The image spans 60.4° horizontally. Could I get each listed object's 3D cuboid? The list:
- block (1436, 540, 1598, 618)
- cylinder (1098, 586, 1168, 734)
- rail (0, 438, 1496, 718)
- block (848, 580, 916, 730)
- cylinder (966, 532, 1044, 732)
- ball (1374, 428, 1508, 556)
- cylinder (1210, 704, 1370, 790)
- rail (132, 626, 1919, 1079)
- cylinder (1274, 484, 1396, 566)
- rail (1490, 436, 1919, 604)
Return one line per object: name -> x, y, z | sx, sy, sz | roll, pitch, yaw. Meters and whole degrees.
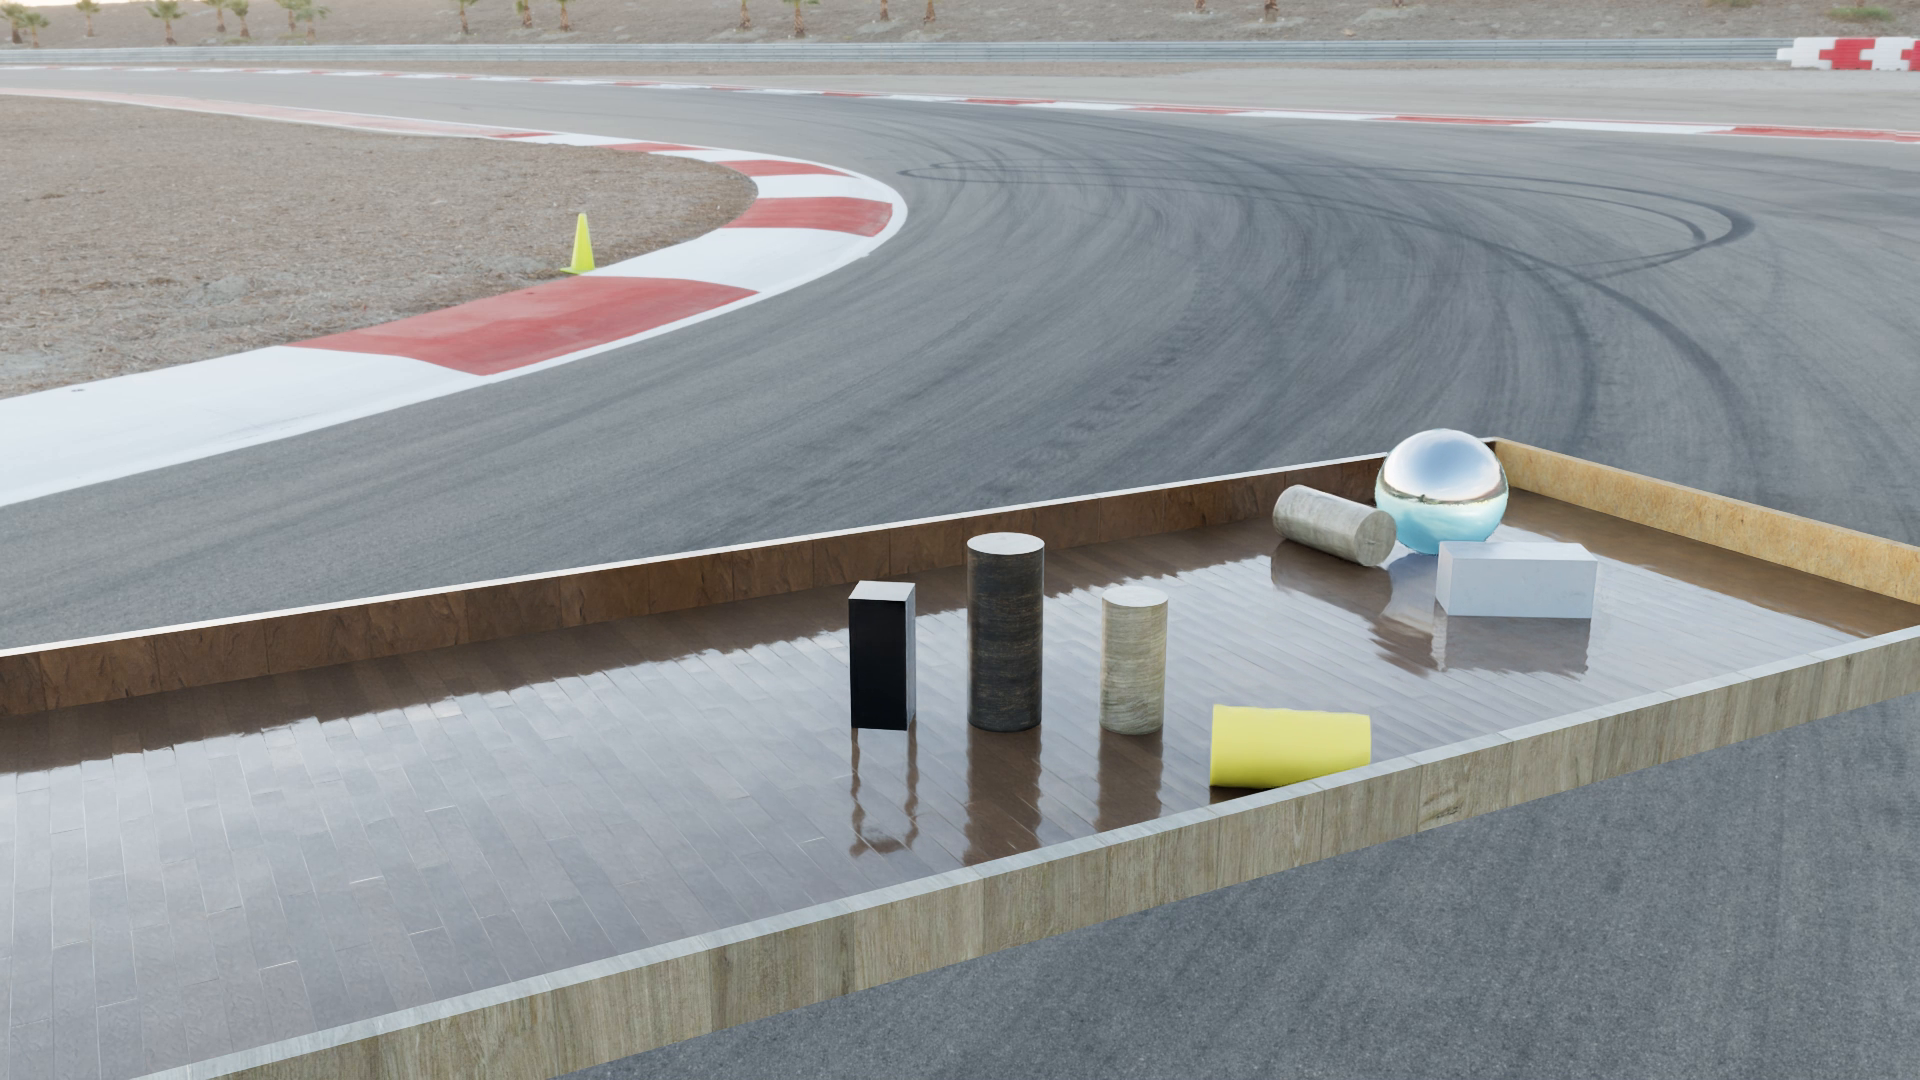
block -> 1.574, 0.111, 4.680 | 0.395, 0.168, 0.168 | 1, 16, 3
cylinder -> 0.404, 0.280, 3.849 | 0.152, 0.313, 0.152 | 0, 16, 0
rail -> -3.305, 0.497, 3.399 | 12.000, 0.150, 0.050 | -9, 18, -27
block -> -0.180, 0.271, 3.868 | 0.132, 0.319, 0.132 | 2, 17, 8
cylinder -> 0.105, 0.215, 3.854 | 0.178, 0.433, 0.178 | 0, 16, 0
ball -> 1.502, -0.148, 5.152 | 0.399, 0.399, 0.399 | 0, 16, 0
cylinder -> 0.702, 0.448, 3.526 | 0.326, 0.172, 0.172 | 3, 17, 9
rail -> -2.336, 1.006, 1.665 | 12.000, 0.150, 0.050 | -9, 18, -27
cylinder -> 1.178, -0.048, 5.202 | 0.178, 0.178, 0.367 | -10, 19, -30
rail -> 2.466, -0.048, 5.253 | 0.050, 0.150, 2.100 | -9, 18, -27
